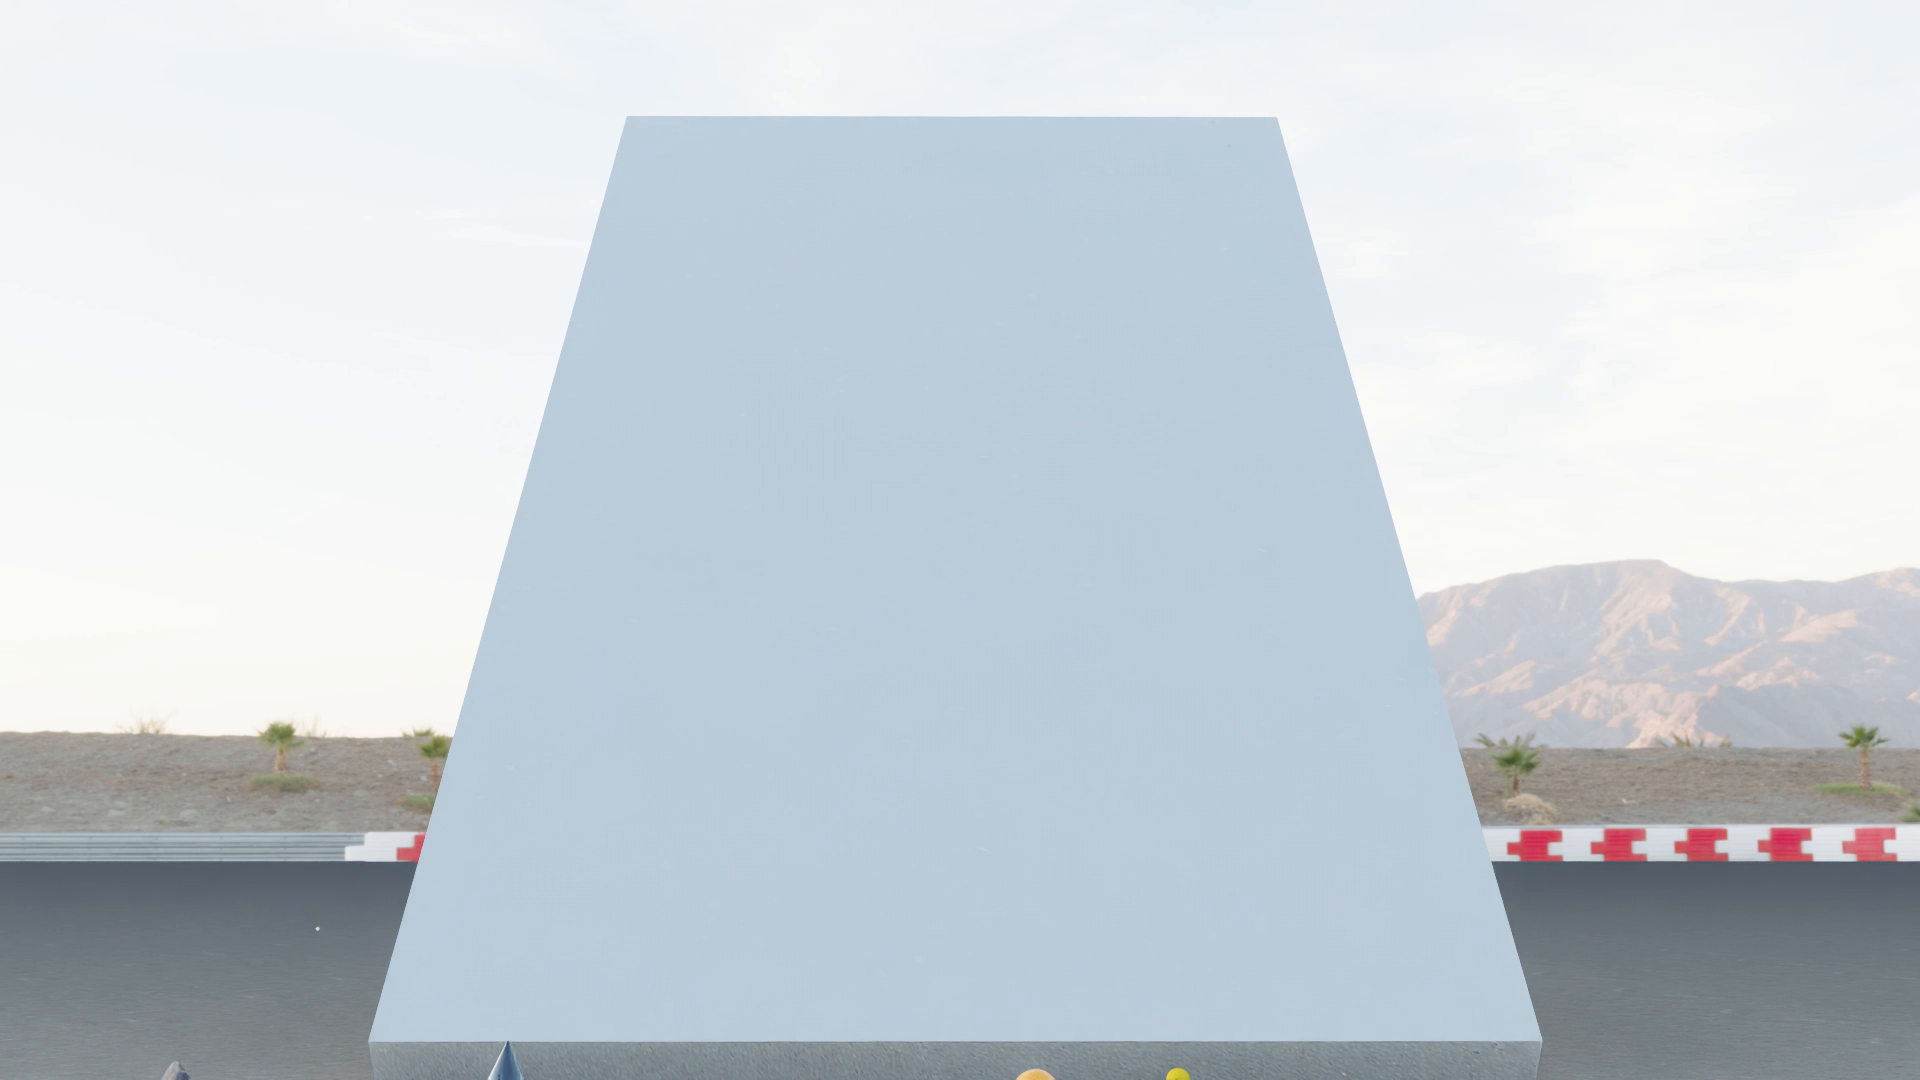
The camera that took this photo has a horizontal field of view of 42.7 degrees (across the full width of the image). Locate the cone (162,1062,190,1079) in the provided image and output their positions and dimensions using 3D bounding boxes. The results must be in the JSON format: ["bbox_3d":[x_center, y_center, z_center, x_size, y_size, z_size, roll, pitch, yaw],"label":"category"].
[{"bbox_3d":[-1.162,0.849,3.704,0.092,0.092,0.092,33,-21,-22],"label":"cone"}]

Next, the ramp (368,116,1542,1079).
[{"bbox_3d":[-0.015,-0.183,5.891,2.000,0.100,4.000,0,33,0],"label":"ramp"}]

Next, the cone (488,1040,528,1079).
[{"bbox_3d":[-0.730,0.853,3.956,0.097,0.097,0.097,0,-7,0],"label":"cone"}]
